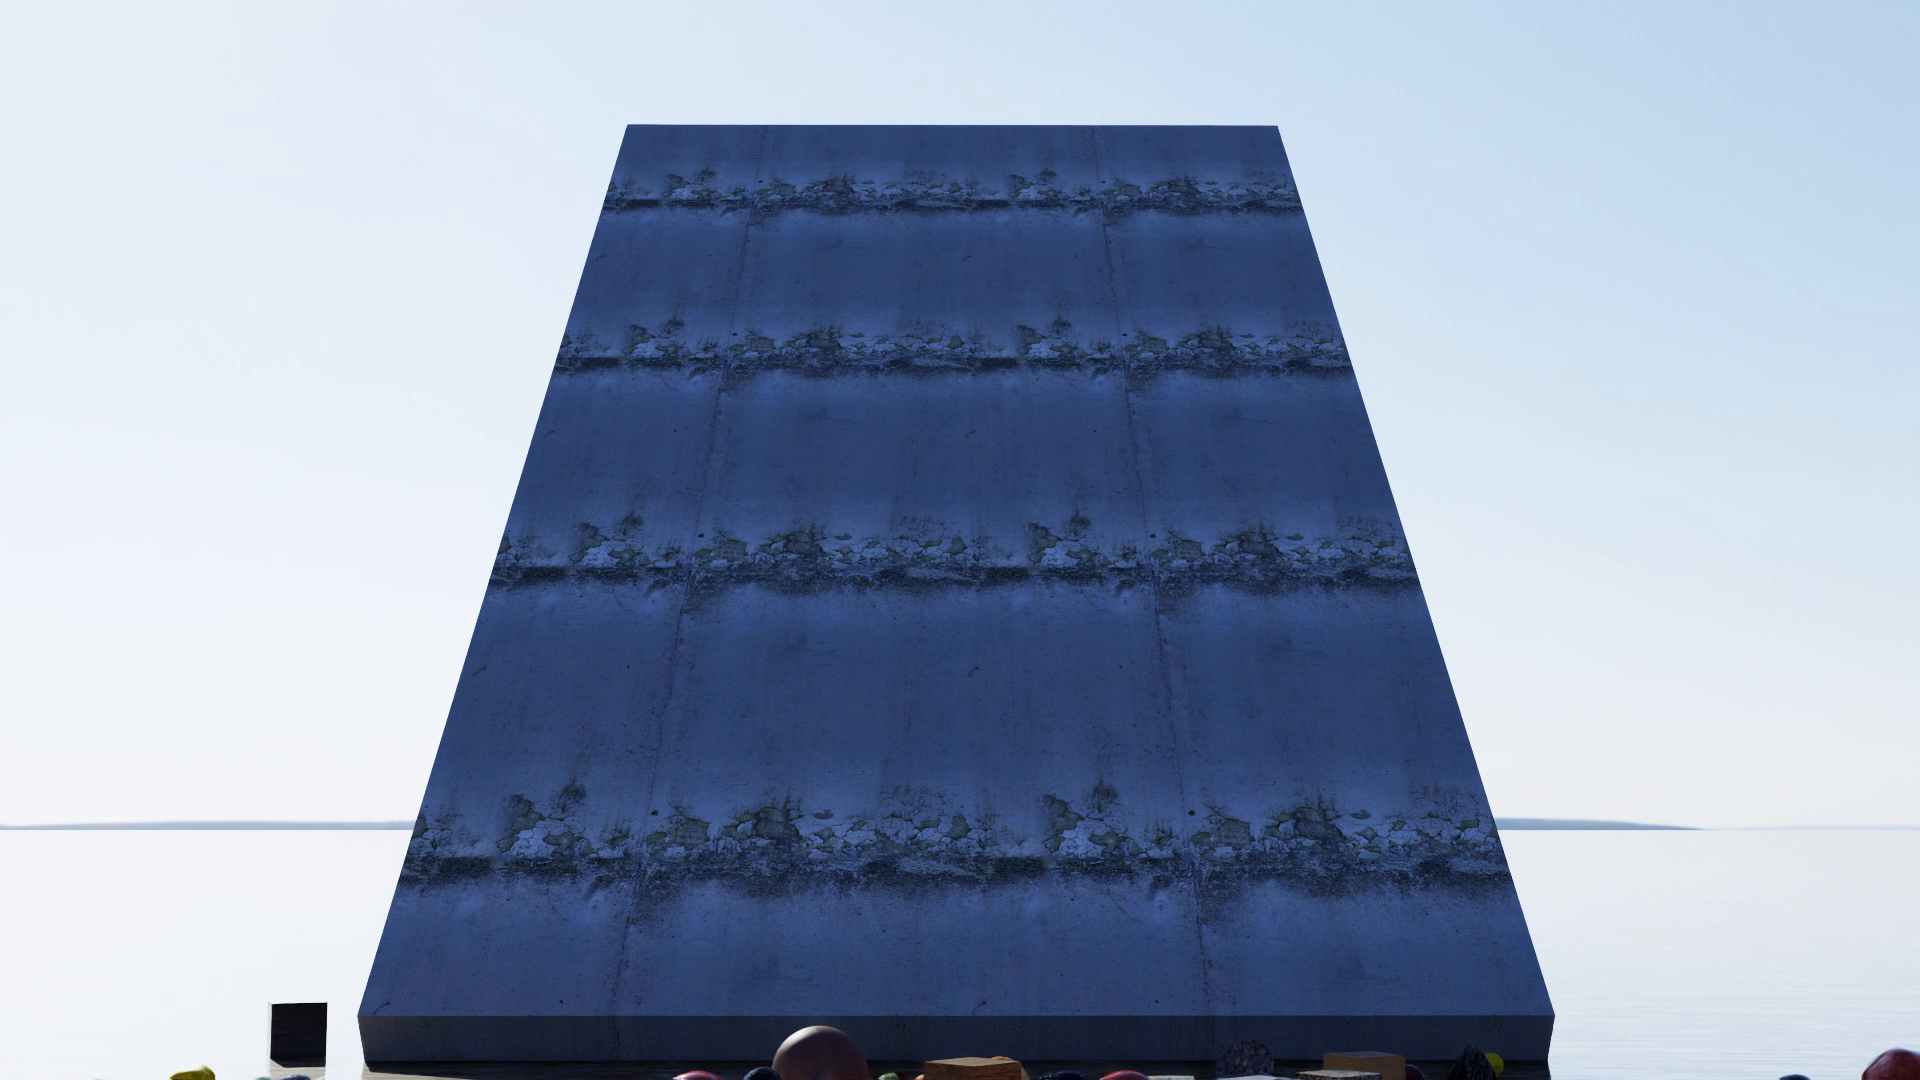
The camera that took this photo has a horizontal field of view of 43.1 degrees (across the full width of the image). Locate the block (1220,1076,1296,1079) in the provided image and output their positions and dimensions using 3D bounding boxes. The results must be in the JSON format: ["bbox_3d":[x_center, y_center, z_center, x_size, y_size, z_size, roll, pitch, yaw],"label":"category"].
[{"bbox_3d":[0.360,0.690,2.893,0.093,0.093,0.093,6,-9,-40],"label":"block"}]

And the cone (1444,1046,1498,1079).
[{"bbox_3d":[0.715,0.788,3.504,0.090,0.090,0.090,-34,-23,26],"label":"cone"}]

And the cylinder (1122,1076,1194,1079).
[{"bbox_3d":[0.245,0.707,3.009,0.086,0.086,0.086,1,-7,-6],"label":"cylinder"}]

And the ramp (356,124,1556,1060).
[{"bbox_3d":[-0.014,-0.199,5.797,2.000,0.100,4.000,0,31,0],"label":"ramp"}]

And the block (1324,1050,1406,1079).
[{"bbox_3d":[0.558,0.751,3.357,0.080,0.080,0.080,3,-7,-24],"label":"block"}]

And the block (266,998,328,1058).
[{"bbox_3d":[-1.145,0.843,4.201,0.093,0.093,0.093,2,-7,-19],"label":"block"}]

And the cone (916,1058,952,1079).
[{"bbox_3d":[-0.012,0.757,3.245,0.093,0.093,0.093,1,20,-8],"label":"cone"}]

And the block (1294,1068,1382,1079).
[{"bbox_3d":[0.486,0.724,3.122,0.079,0.079,0.079,5,-9,-39],"label":"block"}]

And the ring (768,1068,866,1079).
[{"bbox_3d":[-0.200,0.775,3.428,0.150,0.050,0.150,1,-6,0],"label":"ring"}]

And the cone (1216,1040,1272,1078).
[{"bbox_3d":[0.438,0.795,3.573,0.092,0.092,0.092,-5,-35,35],"label":"cone"}]

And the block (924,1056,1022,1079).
[{"bbox_3d":[0.017,0.723,3.160,0.090,0.090,0.090,-6,-9,43],"label":"block"}]
